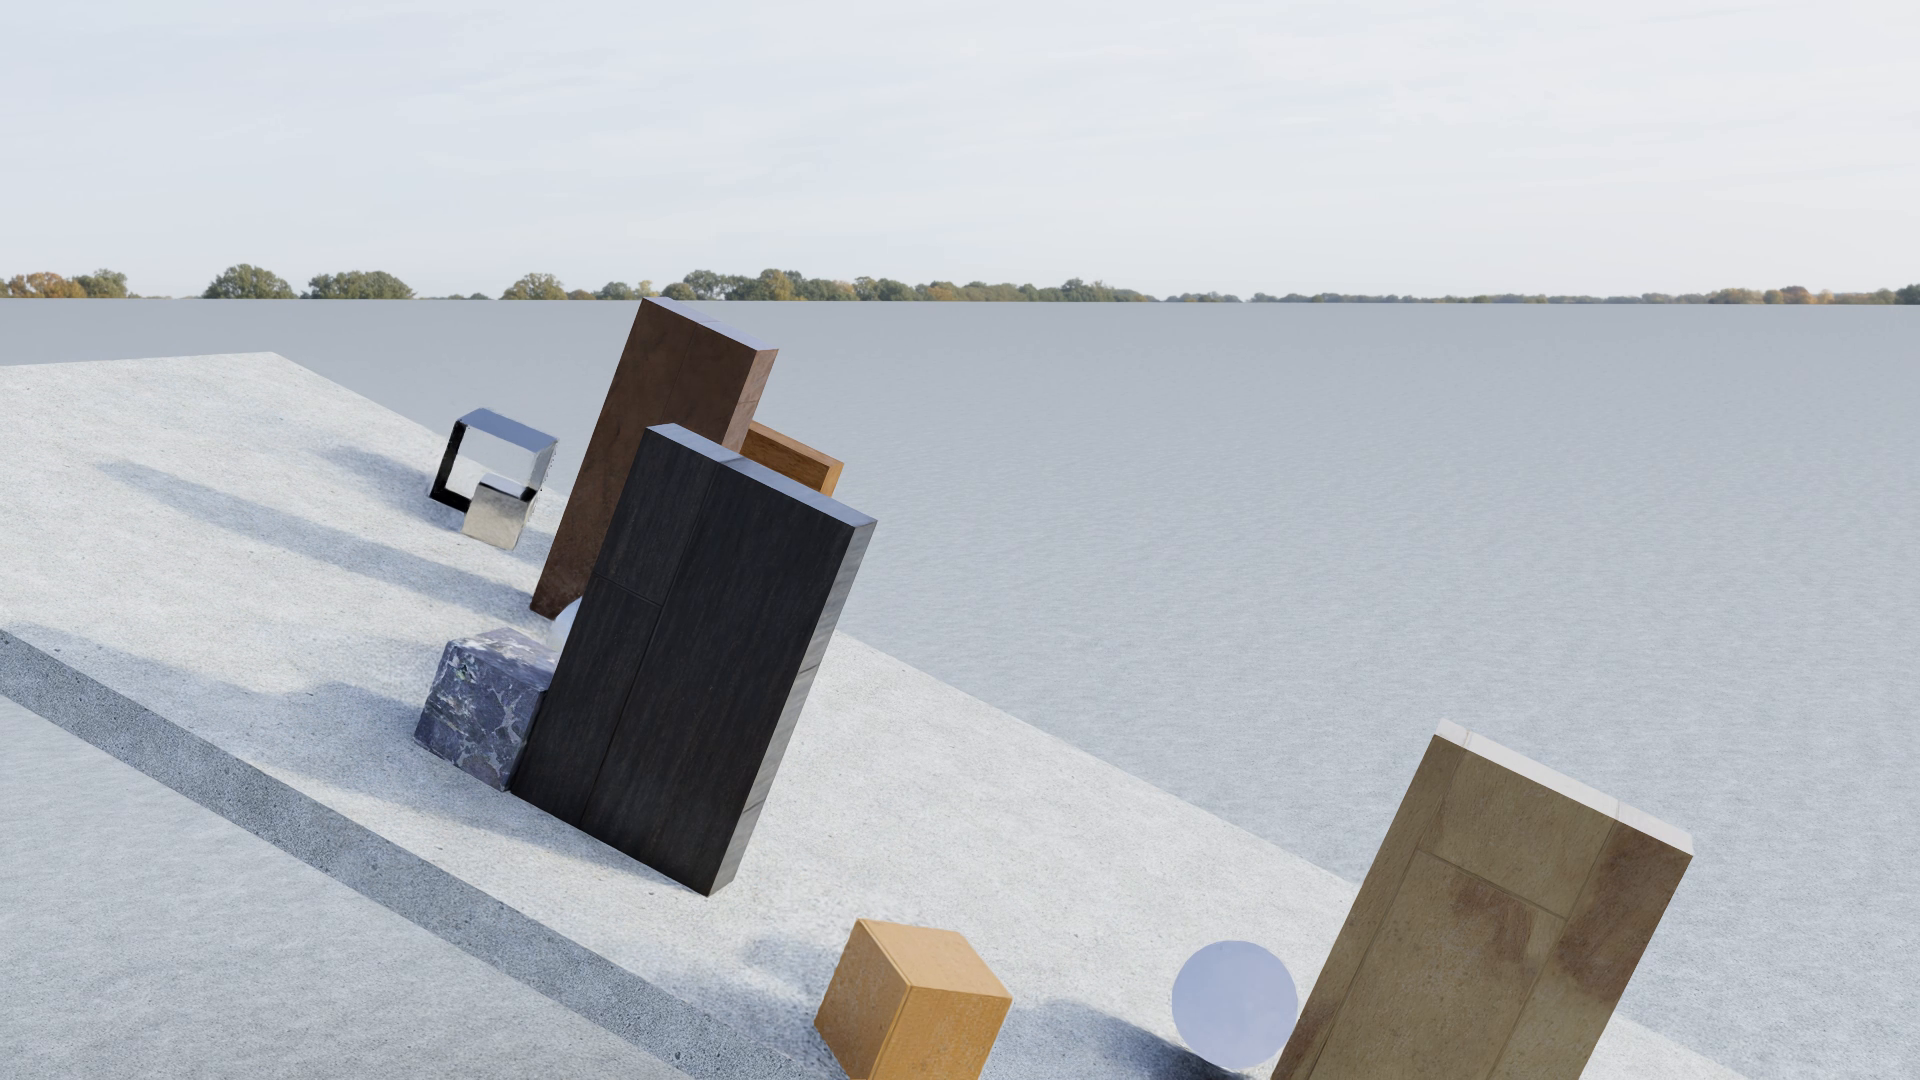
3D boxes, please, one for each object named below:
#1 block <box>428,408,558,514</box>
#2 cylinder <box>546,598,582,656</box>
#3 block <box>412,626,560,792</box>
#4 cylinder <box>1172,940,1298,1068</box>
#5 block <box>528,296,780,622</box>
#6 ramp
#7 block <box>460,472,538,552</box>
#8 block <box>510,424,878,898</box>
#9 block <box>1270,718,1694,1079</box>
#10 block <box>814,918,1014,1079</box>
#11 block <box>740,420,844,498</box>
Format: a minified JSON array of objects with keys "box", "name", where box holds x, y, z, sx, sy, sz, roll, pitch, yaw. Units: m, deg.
[{"box":[-1.062,-0.164,5.013,0.191,0.191,0.191,22,13,0],"name":"block"},{"box":[-0.633,0.232,4.092,0.207,0.207,0.207,-5,27,-37],"name":"cylinder"},{"box":[-0.767,0.283,3.707,0.188,0.188,0.188,26,13,16],"name":"block"},{"box":[0.453,0.766,3.619,0.202,0.202,0.202,1,-13,8],"name":"cylinder"},{"box":[-0.623,-0.121,4.452,0.264,0.690,0.114,25,13,13],"name":"block"},{"box":[-0.295,0.518,4.188,4.000,0.100,2.000,25,13,13],"name":"ramp"},{"box":[-1.014,-0.062,4.840,0.119,0.119,0.119,21,13,-7],"name":"block"},{"box":[-0.436,0.193,3.561,0.381,0.661,0.106,25,13,13],"name":"block"},{"box":[0.817,0.698,3.528,0.424,0.697,0.136,25,13,13],"name":"block"},{"box":[-0.071,0.691,3.228,0.182,0.182,0.182,14,15,-32],"name":"block"},{"box":[-0.529,-0.058,4.938,0.408,0.428,0.095,25,13,13],"name":"block"}]
